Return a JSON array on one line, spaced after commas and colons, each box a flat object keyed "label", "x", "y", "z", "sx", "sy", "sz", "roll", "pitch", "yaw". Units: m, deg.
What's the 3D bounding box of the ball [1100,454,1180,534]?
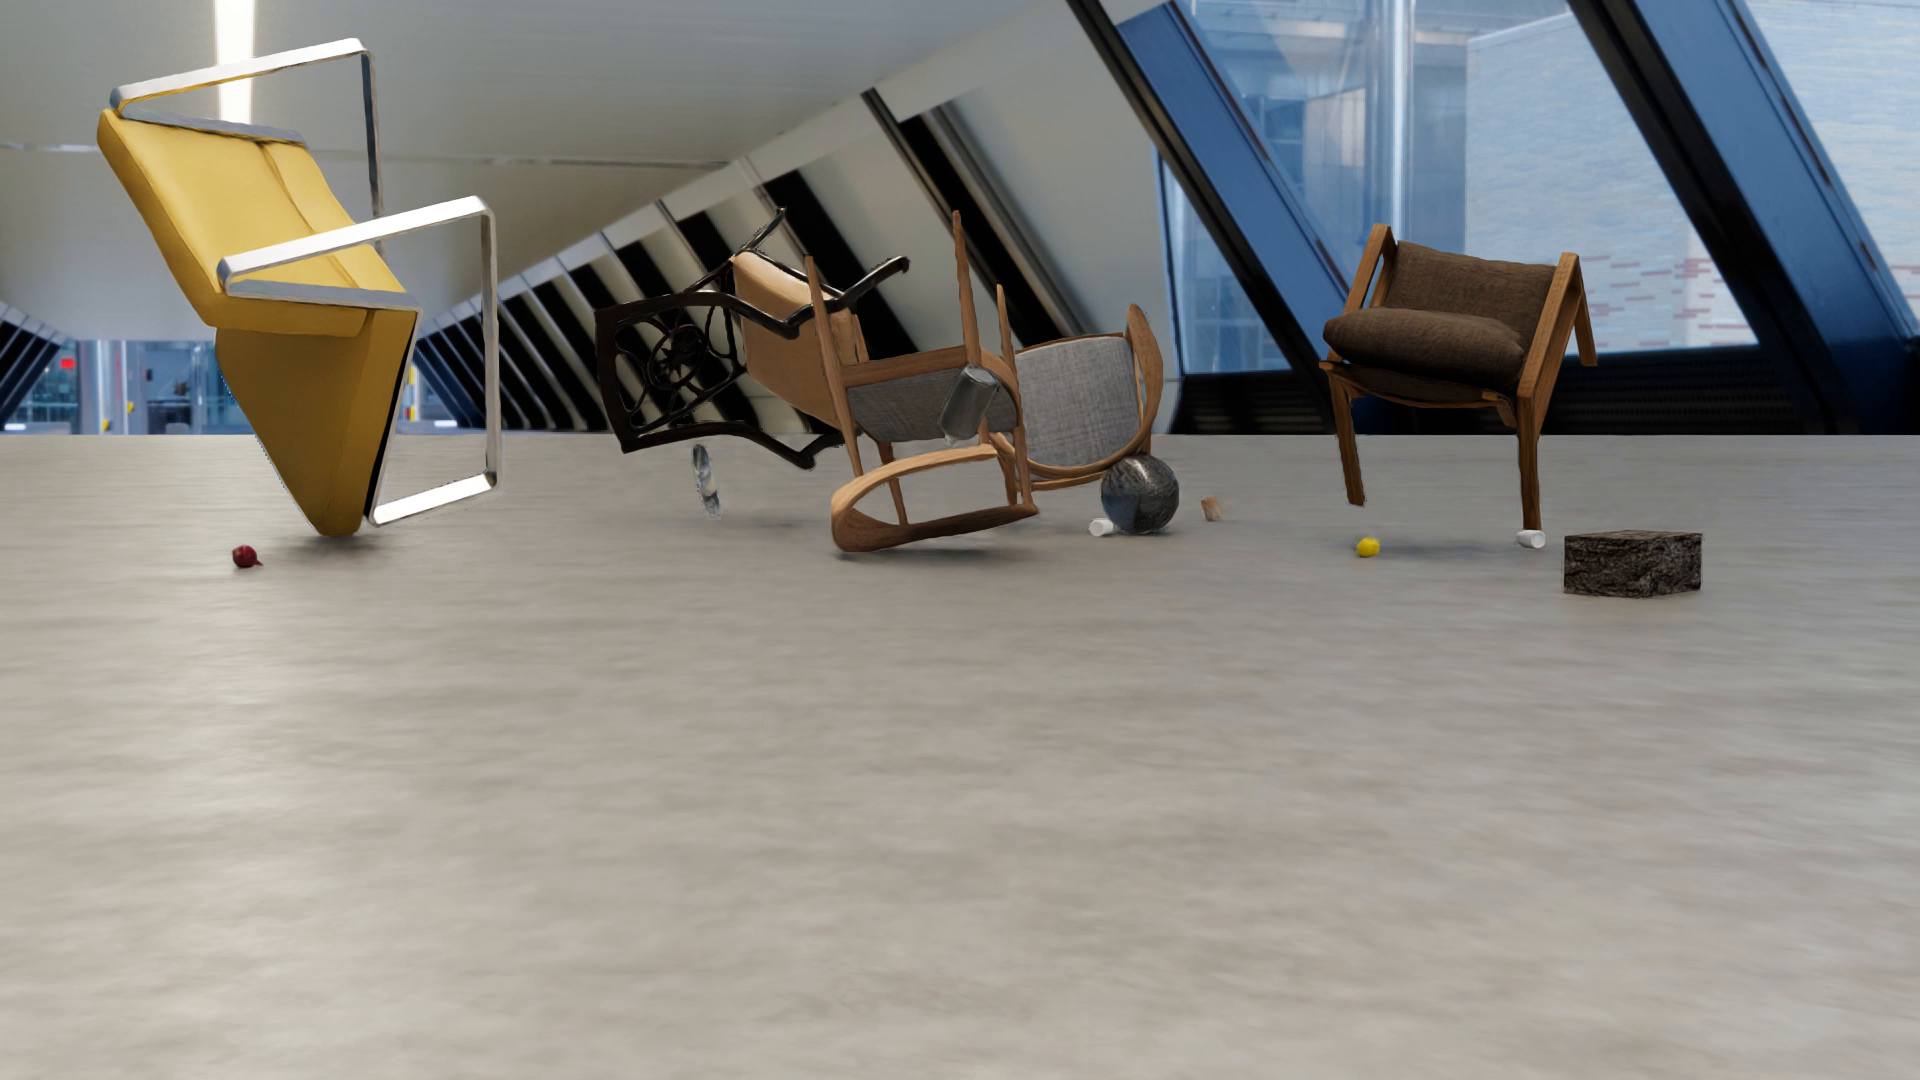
[{"label": "ball", "x": 0.557, "y": -0.142, "z": 6.809, "sx": 0.246, "sy": 0.246, "sz": 0.246, "roll": 0, "pitch": 4, "yaw": 0}]

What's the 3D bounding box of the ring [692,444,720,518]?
[{"label": "ring", "x": -0.781, "y": -0.180, "z": 6.783, "sx": 0.048, "sy": 0.257, "sz": 0.152, "roll": -12, "pitch": 33, "yaw": -2}]

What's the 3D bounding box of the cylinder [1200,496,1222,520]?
[{"label": "cylinder", "x": 0.856, "y": -0.108, "z": 7.489, "sx": 0.056, "sy": 0.072, "sz": 0.057, "roll": -18, "pitch": 2, "yaw": 28}]

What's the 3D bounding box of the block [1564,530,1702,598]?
[{"label": "block", "x": 1.493, "y": 0.051, "z": 4.876, "sx": 0.177, "sy": 0.127, "sz": 0.298, "roll": 4, "pitch": 5, "yaw": 43}]
